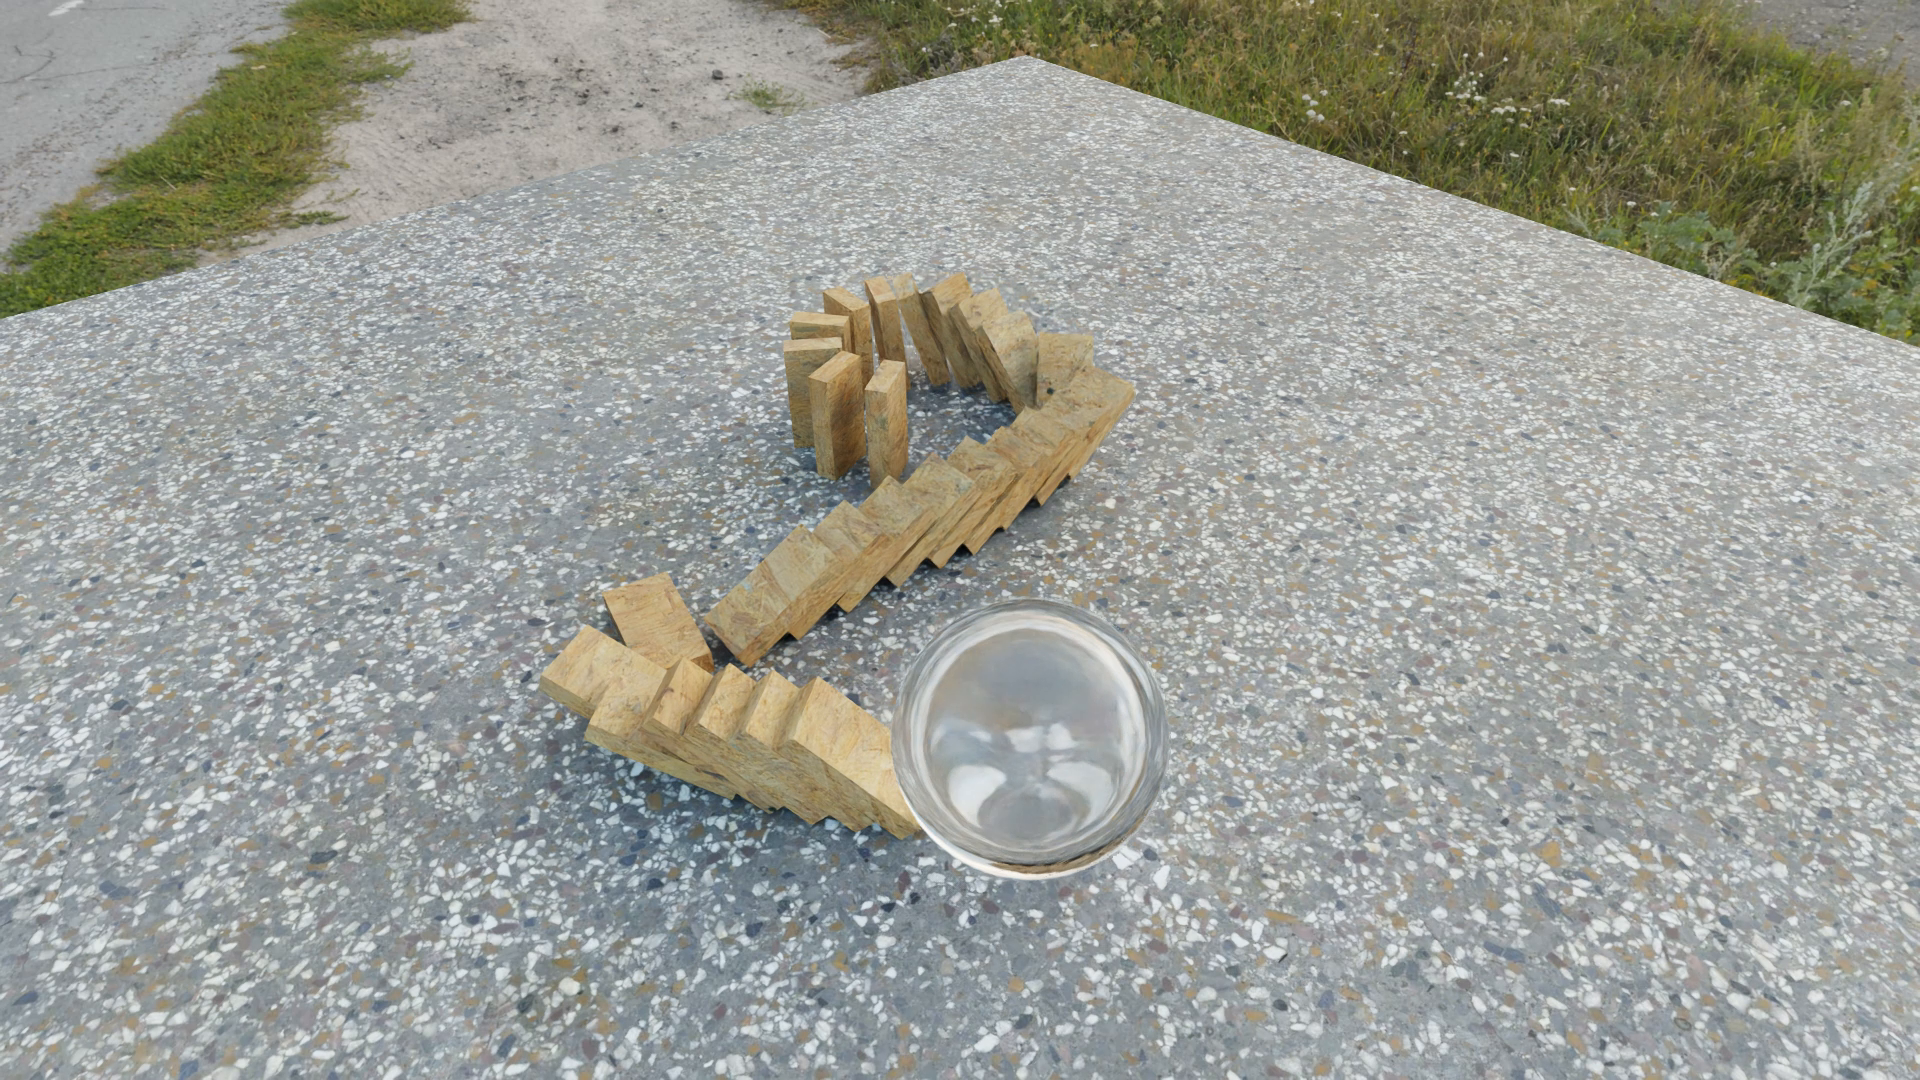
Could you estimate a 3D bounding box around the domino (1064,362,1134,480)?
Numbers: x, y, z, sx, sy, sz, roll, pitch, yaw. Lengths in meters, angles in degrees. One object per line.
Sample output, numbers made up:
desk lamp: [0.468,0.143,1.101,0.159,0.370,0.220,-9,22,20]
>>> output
domino: [0.053,-0.053,0.489,0.025,0.009,0.050,31,76,26]

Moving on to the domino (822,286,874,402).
domino: [-0.053,-0.093,0.524,0.010,0.050,0.025,-27,46,-29]

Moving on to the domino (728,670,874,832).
domino: [-0.045,0.065,0.339,0.050,0.009,0.025,40,37,-18]

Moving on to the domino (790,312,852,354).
domino: [-0.063,-0.080,0.509,0.025,0.050,0.010,7,40,8]

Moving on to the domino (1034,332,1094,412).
domino: [0.048,-0.070,0.508,0.025,0.009,0.050,3,74,2]

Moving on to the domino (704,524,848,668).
domino: [-0.067,0.020,0.402,0.050,0.010,0.025,-45,52,-7]

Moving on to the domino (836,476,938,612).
domino: [-0.035,0.001,0.423,0.050,0.009,0.025,-47,52,-5]

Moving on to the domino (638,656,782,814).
domino: [-0.073,0.061,0.344,0.050,0.010,0.025,39,38,-20]

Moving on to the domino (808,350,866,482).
domino: [-0.053,-0.053,0.477,0.010,0.050,0.025,19,43,22]

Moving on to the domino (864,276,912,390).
domino: [-0.035,-0.099,0.532,0.009,0.050,0.025,-16,41,-9]

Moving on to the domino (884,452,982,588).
domino: [-0.017,-0.008,0.433,0.050,0.009,0.025,-49,55,-5]

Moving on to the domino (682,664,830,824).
domino: [-0.059,0.063,0.342,0.050,0.010,0.025,40,37,-18]

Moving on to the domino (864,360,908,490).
domino: [-0.031,-0.049,0.471,0.010,0.050,0.025,10,40,12]

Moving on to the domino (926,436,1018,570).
domino: [-0.003,-0.015,0.441,0.025,0.009,0.050,34,82,35]

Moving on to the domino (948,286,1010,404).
domino: [0.017,-0.094,0.531,0.025,0.050,0.009,-29,6,-31]

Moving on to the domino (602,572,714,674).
domino: [-0.111,0.033,0.403,0.025,0.010,0.050,-20,43,-22]

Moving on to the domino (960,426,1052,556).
domino: [0.011,-0.021,0.450,0.025,0.009,0.050,35,80,35]

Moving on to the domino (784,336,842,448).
domino: [-0.064,-0.065,0.491,0.025,0.050,0.010,-5,40,-6]

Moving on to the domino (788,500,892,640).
domino: [-0.052,0.011,0.413,0.050,0.009,0.025,-46,52,-7]

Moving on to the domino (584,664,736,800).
domino: [-0.091,0.061,0.352,0.050,0.009,0.025,25,41,-9]

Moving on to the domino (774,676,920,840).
domino: [-0.031,0.067,0.337,0.050,0.009,0.025,40,37,-18]

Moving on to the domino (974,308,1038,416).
domino: [0.030,-0.082,0.520,0.025,0.009,0.050,-25,86,-28]

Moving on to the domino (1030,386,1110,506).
domino: [0.040,-0.041,0.476,0.025,0.010,0.050,33,77,30]

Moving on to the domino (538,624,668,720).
domino: [-0.111,0.051,0.366,0.050,0.010,0.025,30,44,1]

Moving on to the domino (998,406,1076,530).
domino: [0.024,-0.031,0.463,0.025,0.009,0.050,32,77,33]

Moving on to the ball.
ball: [0.020,0.057,0.318,0.080,0.080,0.080,0,39,0]

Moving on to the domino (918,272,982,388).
domino: [0.001,-0.102,0.538,0.009,0.050,0.025,-7,25,47]

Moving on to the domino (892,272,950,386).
domino: [-0.018,-0.102,0.536,0.010,0.050,0.025,-20,38,7]
